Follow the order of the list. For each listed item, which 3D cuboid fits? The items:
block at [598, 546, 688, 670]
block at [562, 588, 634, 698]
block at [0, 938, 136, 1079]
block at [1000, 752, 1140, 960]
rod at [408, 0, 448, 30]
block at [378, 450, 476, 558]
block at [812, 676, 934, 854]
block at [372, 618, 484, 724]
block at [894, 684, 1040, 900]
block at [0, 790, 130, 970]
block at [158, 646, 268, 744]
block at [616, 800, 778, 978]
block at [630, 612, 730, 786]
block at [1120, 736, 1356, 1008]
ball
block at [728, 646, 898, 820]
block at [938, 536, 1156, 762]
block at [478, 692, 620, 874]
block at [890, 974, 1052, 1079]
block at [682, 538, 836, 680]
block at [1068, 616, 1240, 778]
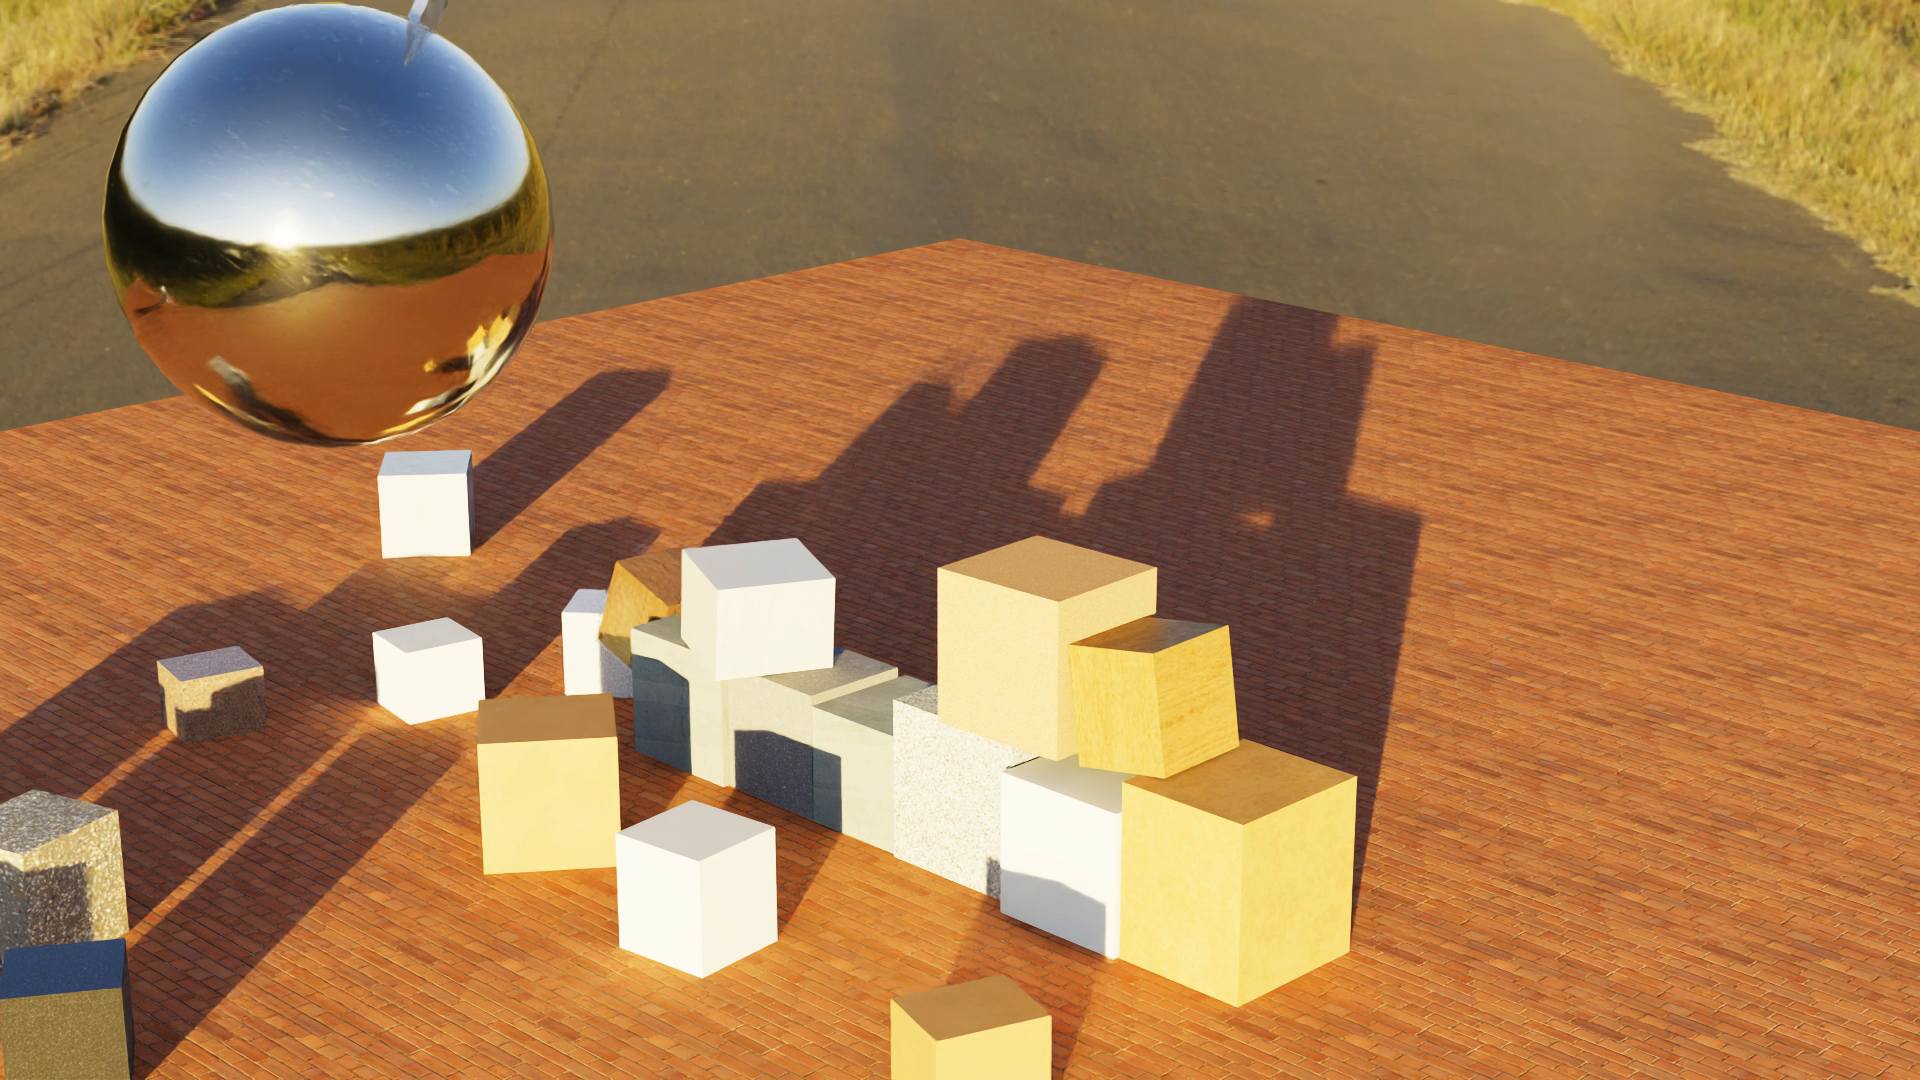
[{"bbox_3d":[-1.521,0.387,15.268,0.472,0.487,0.447,-14,41,-43],"label":"block"},{"bbox_3d":[-1.885,0.555,15.801,0.418,0.467,0.398,2,18,5],"label":"block"},{"bbox_3d":[-3.516,1.895,11.558,0.459,0.455,0.457,-4,18,-13],"label":"block"},{"bbox_3d":[0.701,1.326,13.003,0.794,0.672,0.680,-17,24,-42],"label":"block"},{"bbox_3d":[-0.985,-4.258,10.971,0.080,5.200,0.080,17,-8,42],"label":"rod"},{"bbox_3d":[-3.304,-0.228,18.200,0.531,0.522,0.543,-2,18,-5],"label":"block"},{"bbox_3d":[-0.279,1.064,13.983,0.616,0.586,0.579,-17,24,-42],"label":"block"},{"bbox_3d":[-2.806,0.688,15.497,0.431,0.394,0.410,-12,21,-33],"label":"block"},{"bbox_3d":[0.194,1.114,13.499,0.655,0.781,0.759,-17,24,-42],"label":"block"},{"bbox_3d":[-4.000,1.481,12.673,0.497,0.575,0.553,9,20,28],"label":"block"},{"bbox_3d":[-3.881,0.802,15.220,0.432,0.343,0.380,-11,20,-31],"label":"block"},{"bbox_3d":[-1.136,1.501,12.674,0.490,0.536,0.475,13,22,36],"label":"block"},{"bbox_3d":[-1.175,0.760,14.823,0.664,0.662,0.692,-17,24,-42],"label":"block"},{"bbox_3d":[1.184,1.401,12.525,0.751,0.817,0.660,-17,24,-42],"label":"block"},{"bbox_3d":[-2.272,-1.133,10.604,1.600,1.600,1.600,0,17,0],"label":"ball"},{"bbox_3d":[-0.719,0.917,14.368,0.564,0.635,0.612,-16,24,-42],"label":"block"},{"bbox_3d":[0.385,0.468,13.038,0.703,0.725,0.663,15,23,40],"label":"block"},{"bbox_3d":[-1.917,1.130,13.685,0.629,0.639,0.585,-3,18,-8],"label":"block"},{"bbox_3d":[0.041,1.991,11.307,0.488,0.421,0.401,-8,19,-25],"label":"block"},{"bbox_3d":[-0.991,0.332,14.311,0.592,0.466,0.568,-6,22,-21],"label":"block"},{"bbox_3d":[0.836,0.672,12.648,0.473,0.542,0.516,4,15,43],"label":"block"}]
